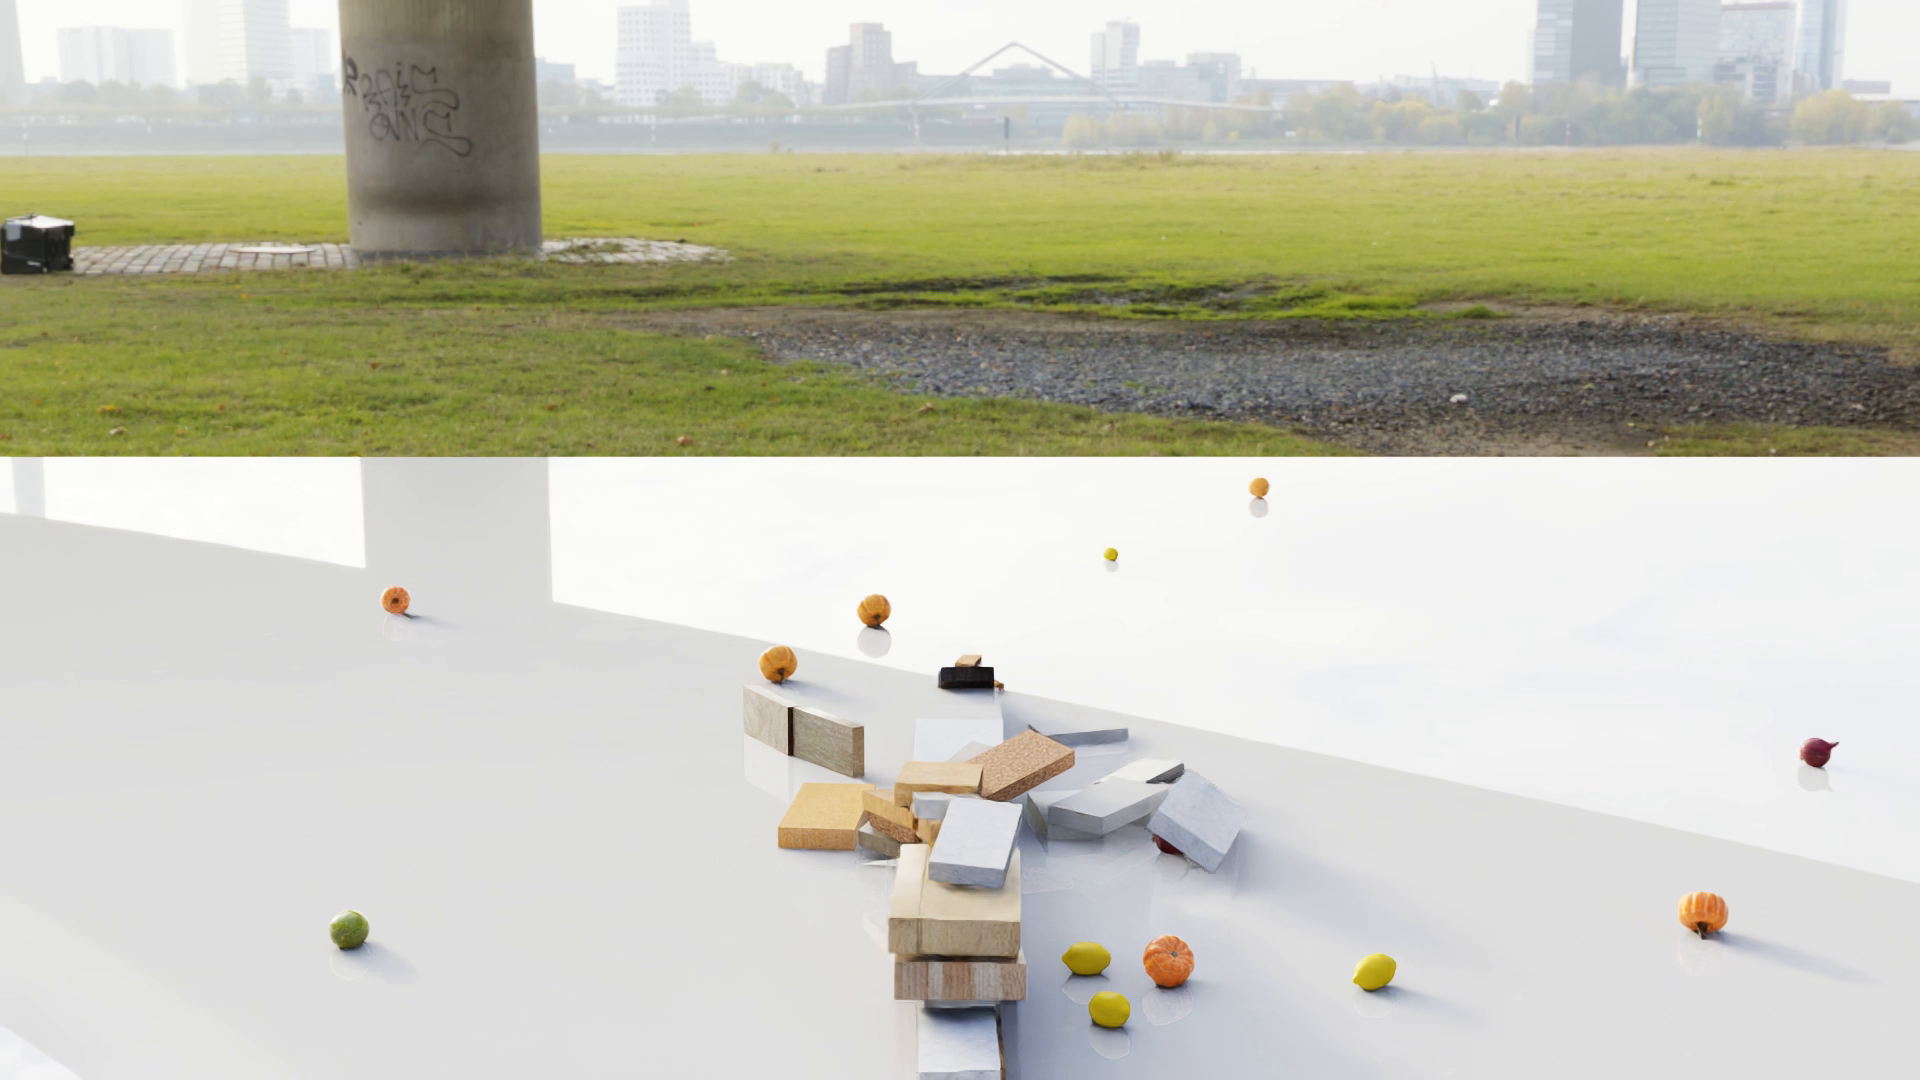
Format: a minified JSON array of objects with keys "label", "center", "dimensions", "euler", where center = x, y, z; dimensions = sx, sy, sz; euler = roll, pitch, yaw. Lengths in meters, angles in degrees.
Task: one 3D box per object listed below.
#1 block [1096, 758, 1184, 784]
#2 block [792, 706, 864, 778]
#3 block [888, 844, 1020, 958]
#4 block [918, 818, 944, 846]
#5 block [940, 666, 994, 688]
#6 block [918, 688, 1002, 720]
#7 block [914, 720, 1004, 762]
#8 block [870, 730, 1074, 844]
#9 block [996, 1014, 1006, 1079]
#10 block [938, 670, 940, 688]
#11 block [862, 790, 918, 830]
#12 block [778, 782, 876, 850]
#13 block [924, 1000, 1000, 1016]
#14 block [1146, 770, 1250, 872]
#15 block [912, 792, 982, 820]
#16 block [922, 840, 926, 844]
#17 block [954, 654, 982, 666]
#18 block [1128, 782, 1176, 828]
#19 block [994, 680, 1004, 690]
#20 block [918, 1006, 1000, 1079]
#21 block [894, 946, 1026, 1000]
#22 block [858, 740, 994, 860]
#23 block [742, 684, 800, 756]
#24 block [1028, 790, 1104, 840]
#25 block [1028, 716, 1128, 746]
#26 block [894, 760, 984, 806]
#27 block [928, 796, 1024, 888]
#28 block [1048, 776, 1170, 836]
[{"label":"block","center":[0.350,0.462,4.264],"dimensions":[0.094,0.027,0.187],"euler":[1,10,33]},{"label":"block","center":[-0.264,0.402,4.400],"dimensions":[0.029,0.102,0.204],"euler":[-8,13,-38]},{"label":"block","center":[-0.004,0.515,3.169],"dimensions":[0.179,0.051,0.357],"euler":[1,8,1]},{"label":"block","center":[0.001,0.454,3.435],"dimensions":[0.116,0.033,0.231],"euler":[2,-4,-6]},{"label":"block","center":[0.015,0.323,4.705],"dimensions":[0.112,0.032,0.224],"euler":[0,-22,0]},{"label":"block","center":[-0.002,0.367,4.477],"dimensions":[0.169,0.048,0.337],"euler":[0,11,0]},{"label":"block","center":[-0.003,0.440,4.139],"dimensions":[0.169,0.048,0.338],"euler":[0,24,1]},{"label":"block","center":[0.026,0.444,3.950],"dimensions":[0.407,0.033,0.116],"euler":[-22,32,-40]},{"label":"block","center":[0.006,0.696,3.018],"dimensions":[0.106,0.030,0.211],"euler":[0,11,-1]},{"label":"block","center":[0.007,0.317,4.833],"dimensions":[0.112,0.032,0.224],"euler":[0,-11,0]},{"label":"block","center":[-0.075,0.456,3.739],"dimensions":[0.108,0.031,0.217],"euler":[1,3,-25]},{"label":"block","center":[-0.241,0.504,4.026],"dimensions":[0.137,0.039,0.274],"euler":[1,11,6]},{"label":"block","center":[0.003,0.647,3.150],"dimensions":[0.106,0.030,0.211],"euler":[0,-3,0]},{"label":"block","center":[0.423,0.493,3.885],"dimensions":[0.137,0.039,0.274],"euler":[34,16,9]},{"label":"block","center":[-0.020,0.426,3.518],"dimensions":[0.108,0.031,0.217],"euler":[3,-4,-3]},{"label":"block","center":[-0.009,0.493,3.596],"dimensions":[0.102,0.029,0.203],"euler":[1,1,0]},{"label":"block","center":[0.020,0.290,5.249],"dimensions":[0.047,0.013,0.095],"euler":[2,11,12]},{"label":"block","center":[0.370,0.495,4.107],"dimensions":[0.094,0.027,0.187],"euler":[7,13,35]},{"label":"block","center":[0.050,0.321,5.019],"dimensions":[0.094,0.013,0.047],"euler":[19,12,31]},{"label":"block","center":[-0.003,0.679,2.934],"dimensions":[0.106,0.030,0.211],"euler":[-2,10,-1]},{"label":"block","center":[-0.002,0.606,3.153],"dimensions":[0.179,0.051,0.357],"euler":[1,-3,-1]},{"label":"block","center":[-0.030,0.469,3.974],"dimensions":[0.112,0.032,0.377],"euler":[14,28,29]},{"label":"block","center":[-0.391,0.372,4.561],"dimensions":[0.029,0.102,0.204],"euler":[-6,12,-31]},{"label":"block","center":[0.193,0.505,4.045],"dimensions":[0.102,0.029,0.204],"euler":[-2,11,-9]},{"label":"block","center":[0.247,0.403,4.606],"dimensions":[0.187,0.027,0.094],"euler":[-3,11,-18]},{"label":"block","center":[-0.034,0.421,3.784],"dimensions":[0.137,0.039,0.275],"euler":[3,2,3]},{"label":"block","center":[0.025,0.443,3.234],"dimensions":[0.108,0.031,0.217],"euler":[6,19,7]},{"label":"block","center":[0.271,0.482,4.002],"dimensions":[0.116,0.033,0.231],"euler":[8,13,35]}]
